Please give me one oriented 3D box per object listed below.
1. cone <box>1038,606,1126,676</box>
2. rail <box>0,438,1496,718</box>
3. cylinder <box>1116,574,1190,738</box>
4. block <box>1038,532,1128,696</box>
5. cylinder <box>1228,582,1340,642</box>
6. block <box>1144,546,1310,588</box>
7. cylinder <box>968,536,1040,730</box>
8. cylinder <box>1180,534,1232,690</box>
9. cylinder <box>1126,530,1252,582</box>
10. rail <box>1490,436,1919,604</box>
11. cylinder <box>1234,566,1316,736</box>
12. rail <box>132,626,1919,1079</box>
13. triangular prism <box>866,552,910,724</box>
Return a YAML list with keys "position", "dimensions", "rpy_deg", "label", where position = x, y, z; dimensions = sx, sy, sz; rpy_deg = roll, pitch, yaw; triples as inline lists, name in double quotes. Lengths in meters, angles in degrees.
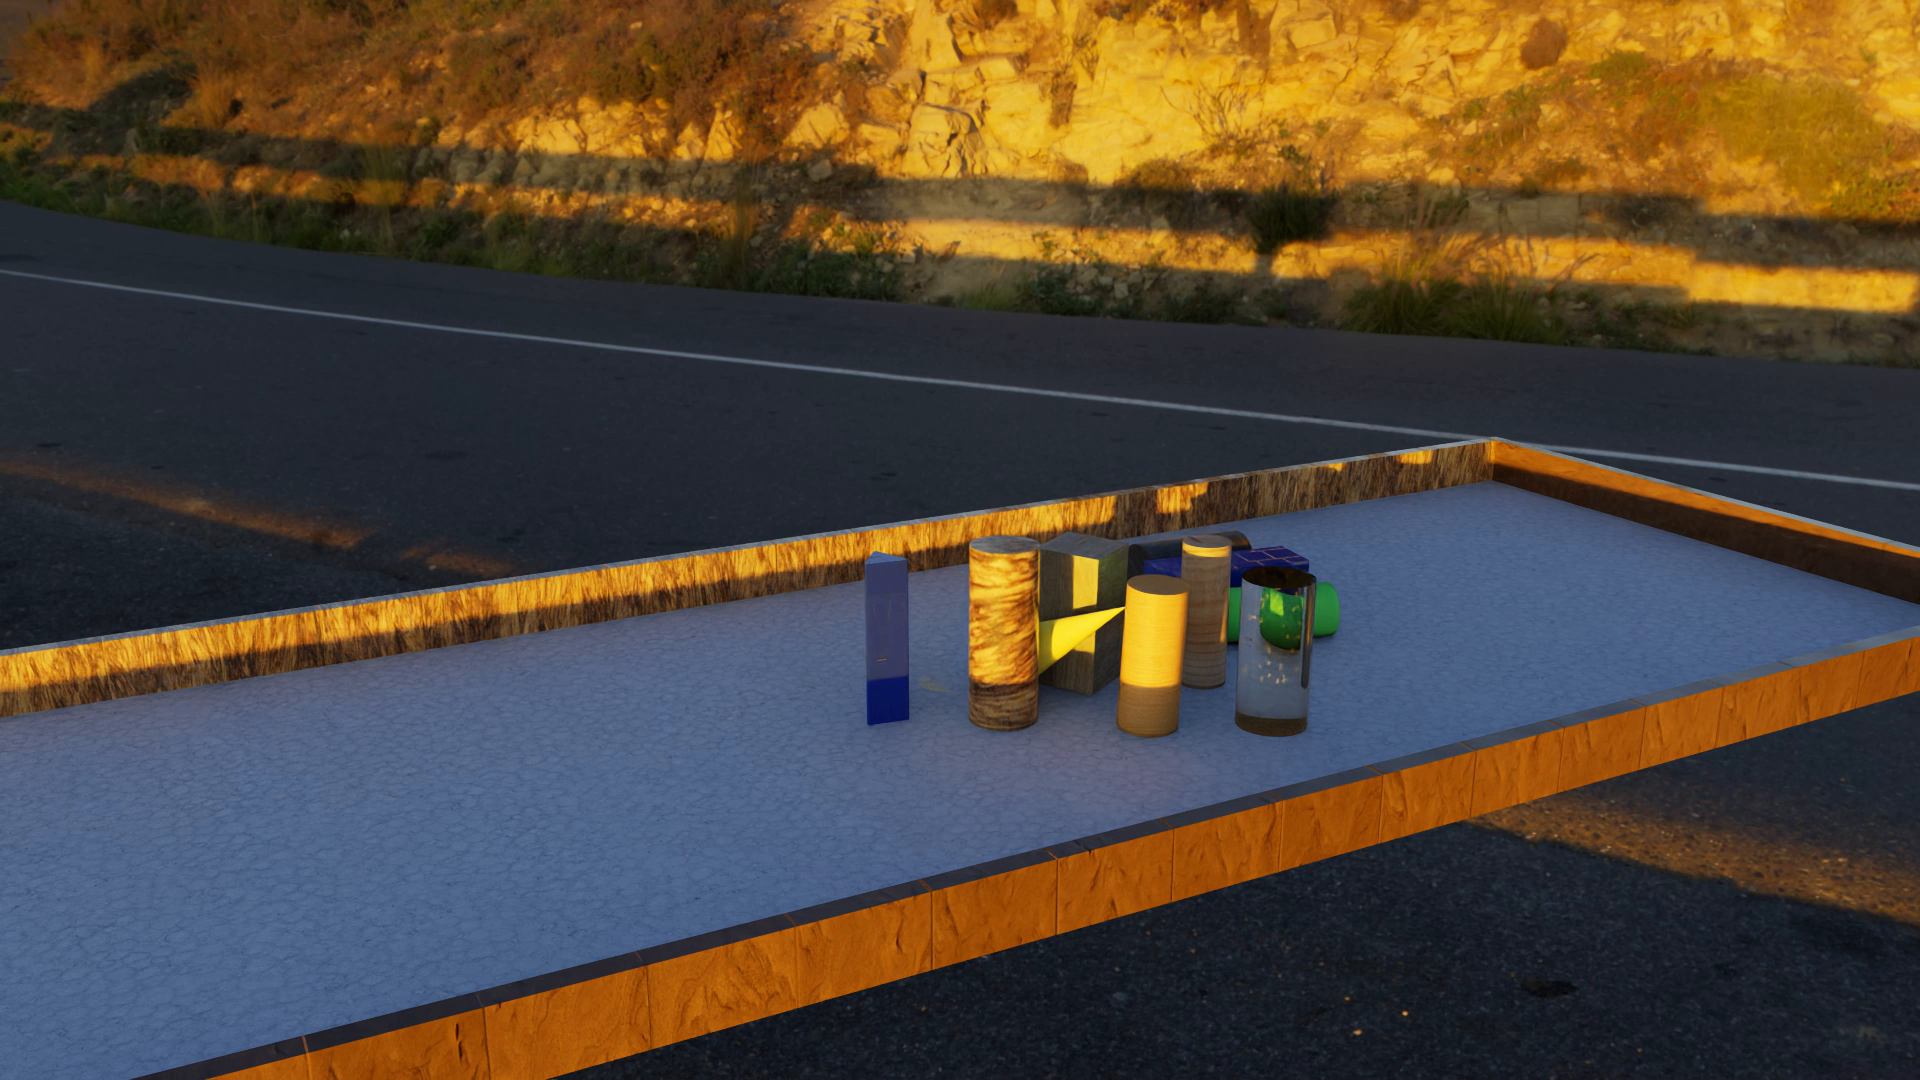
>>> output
- position: [0.246, 0.227, 3.946]
  dimensions: [0.413, 0.165, 0.165]
  rpy_deg: [-28, -5, 40]
  label: "cone"
- position: [-3.305, 0.497, 3.399]
  dimensions: [12.000, 0.150, 0.050]
  rpy_deg: [-9, 18, -27]
  label: "rail"
- position: [0.446, 0.267, 3.818]
  dimensions: [0.144, 0.348, 0.144]
  rpy_deg: [2, 18, -1]
  label: "cylinder"
- position: [0.299, 0.180, 4.114]
  dimensions: [0.171, 0.350, 0.171]
  rpy_deg: [11, 20, 29]
  label: "block"
- position: [0.803, 0.196, 4.430]
  dimensions: [0.397, 0.146, 0.146]
  rpy_deg: [-3, 17, -10]
  label: "cylinder"
- position: [0.748, 0.130, 4.646]
  dimensions: [0.440, 0.150, 0.150]
  rpy_deg: [-6, 17, -19]
  label: "block"
- position: [0.103, 0.216, 3.857]
  dimensions: [0.165, 0.427, 0.165]
  rpy_deg: [0, 15, 0]
  label: "cylinder"
- position: [0.607, 0.178, 4.098]
  dimensions: [0.121, 0.366, 0.121]
  rpy_deg: [0, 16, 0]
  label: "cylinder"
- position: [0.664, 0.076, 4.793]
  dimensions: [0.343, 0.170, 0.170]
  rpy_deg: [-7, 18, -24]
  label: "cylinder"
- position: [2.466, -0.048, 5.253]
  dimensions: [0.050, 0.150, 2.100]
  rpy_deg: [-9, 18, -27]
  label: "rail"
- position: [0.733, 0.258, 3.838]
  dimensions: [0.170, 0.359, 0.170]
  rpy_deg: [0, 16, 0]
  label: "cylinder"
- position: [-2.336, 1.006, 1.665]
  dimensions: [12.000, 0.150, 0.050]
  rpy_deg: [-9, 18, -27]
  label: "rail"
- position: [-0.184, 0.228, 3.877]
  dimensions: [0.103, 0.396, 0.089]
  rpy_deg: [-6, 17, -20]
  label: "triangular prism"
